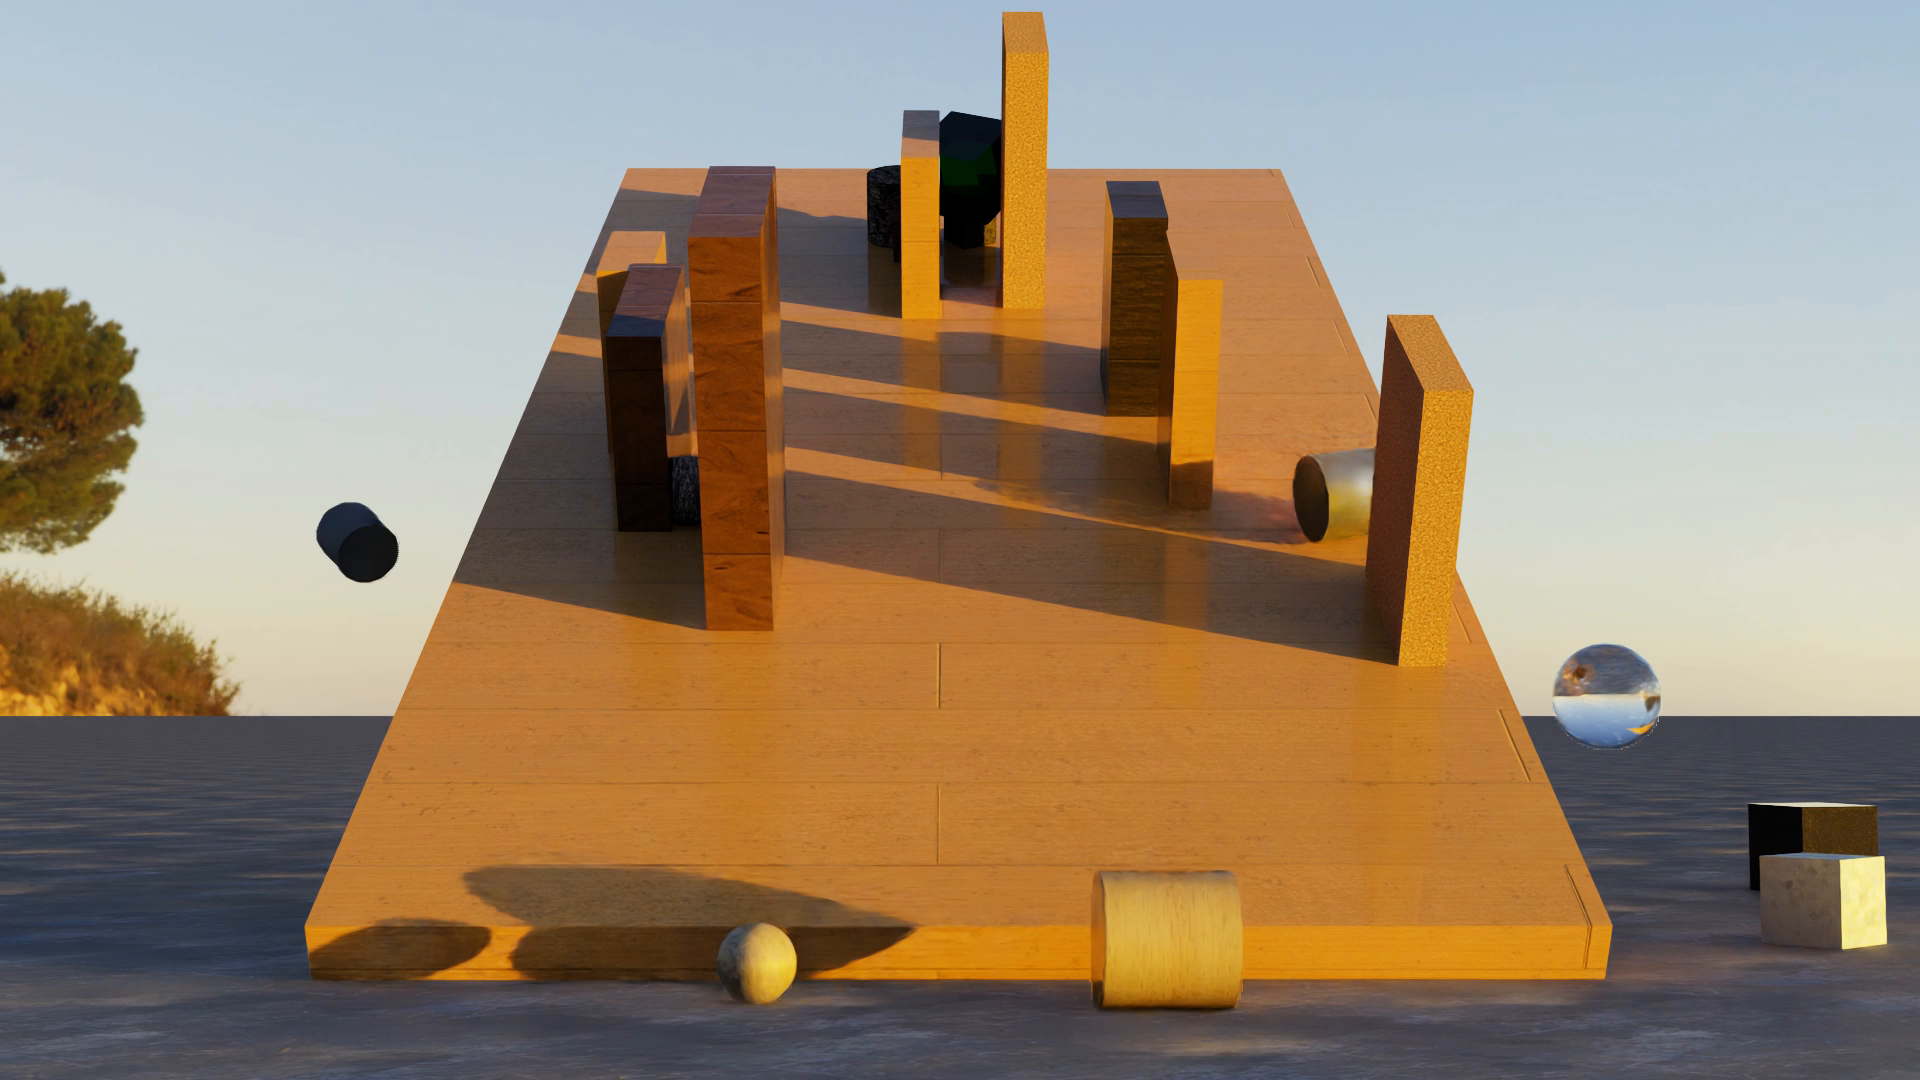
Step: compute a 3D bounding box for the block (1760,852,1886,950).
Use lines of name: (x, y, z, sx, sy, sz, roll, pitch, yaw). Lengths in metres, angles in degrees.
block: (1.545, 0.644, 4.207, 0.154, 0.154, 0.154, 4, -5, -41)

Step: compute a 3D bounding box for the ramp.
ramp: (-0.009, -0.229, 5.418, 2.000, 0.100, 4.000, 0, 26, 0)

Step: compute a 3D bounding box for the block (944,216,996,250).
block: (0.028, -0.883, 6.543, 0.107, 0.107, 0.107, -15, 29, -28)

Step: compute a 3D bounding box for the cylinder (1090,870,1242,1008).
cylinder: (0.286, 0.559, 3.291, 0.189, 0.189, 0.189, 1, -4, -3)

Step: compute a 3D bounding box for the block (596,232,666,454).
block: (-0.722, -0.443, 5.252, 0.117, 0.426, 0.271, 0, 26, 0)

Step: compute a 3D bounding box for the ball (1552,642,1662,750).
ball: (1.238, 0.299, 4.504, 0.203, 0.203, 0.203, 0, -4, 0)

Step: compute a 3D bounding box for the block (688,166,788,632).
block: (-0.417, -0.273, 4.486, 0.126, 0.781, 0.431, 0, 26, 0)

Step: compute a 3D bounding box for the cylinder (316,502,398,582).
cylinder: (-1.490, 0.005, 5.812, 0.154, 0.154, 0.154, 3, 21, -37)

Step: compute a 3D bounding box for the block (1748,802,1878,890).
block: (1.955, 0.707, 5.387, 0.199, 0.199, 0.199, 1, -4, -17)

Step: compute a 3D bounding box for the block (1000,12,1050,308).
block: (0.165, -0.996, 6.133, 0.106, 0.665, 0.447, 0, 26, 0)

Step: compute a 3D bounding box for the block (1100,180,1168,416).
block: (0.400, -0.559, 5.440, 0.122, 0.478, 0.277, 0, 26, 0)

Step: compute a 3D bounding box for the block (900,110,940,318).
block: (-0.101, -0.851, 6.111, 0.095, 0.423, 0.441, 0, 26, 0)

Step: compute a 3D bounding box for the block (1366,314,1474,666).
block: (0.853, -0.097, 4.398, 0.087, 0.547, 0.386, 0, 26, 0)

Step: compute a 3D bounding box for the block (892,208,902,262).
block: (-0.125, -0.835, 6.427, 0.115, 0.115, 0.115, -2, 26, 1)

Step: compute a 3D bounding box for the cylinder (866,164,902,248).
cylinder: (-0.166, -0.929, 6.548, 0.185, 0.185, 0.185, 0, 26, 0)

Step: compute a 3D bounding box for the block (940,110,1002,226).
block: (0.024, -1.019, 6.430, 0.204, 0.204, 0.204, 16, 48, 30)

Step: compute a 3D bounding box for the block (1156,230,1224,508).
block: (0.485, -0.364, 4.996, 0.090, 0.510, 0.316, 0, 26, 0)

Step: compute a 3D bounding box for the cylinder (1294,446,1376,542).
cylinder: (0.802, -0.095, 4.817, 0.179, 0.179, 0.179, -7, -2, -15)

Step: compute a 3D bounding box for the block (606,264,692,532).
block: (-0.651, -0.307, 4.964, 0.110, 0.430, 0.446, 0, 26, 0)

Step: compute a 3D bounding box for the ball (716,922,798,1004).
ball: (-0.289, 0.601, 3.337, 0.115, 0.115, 0.115, 0, -4, 0)
